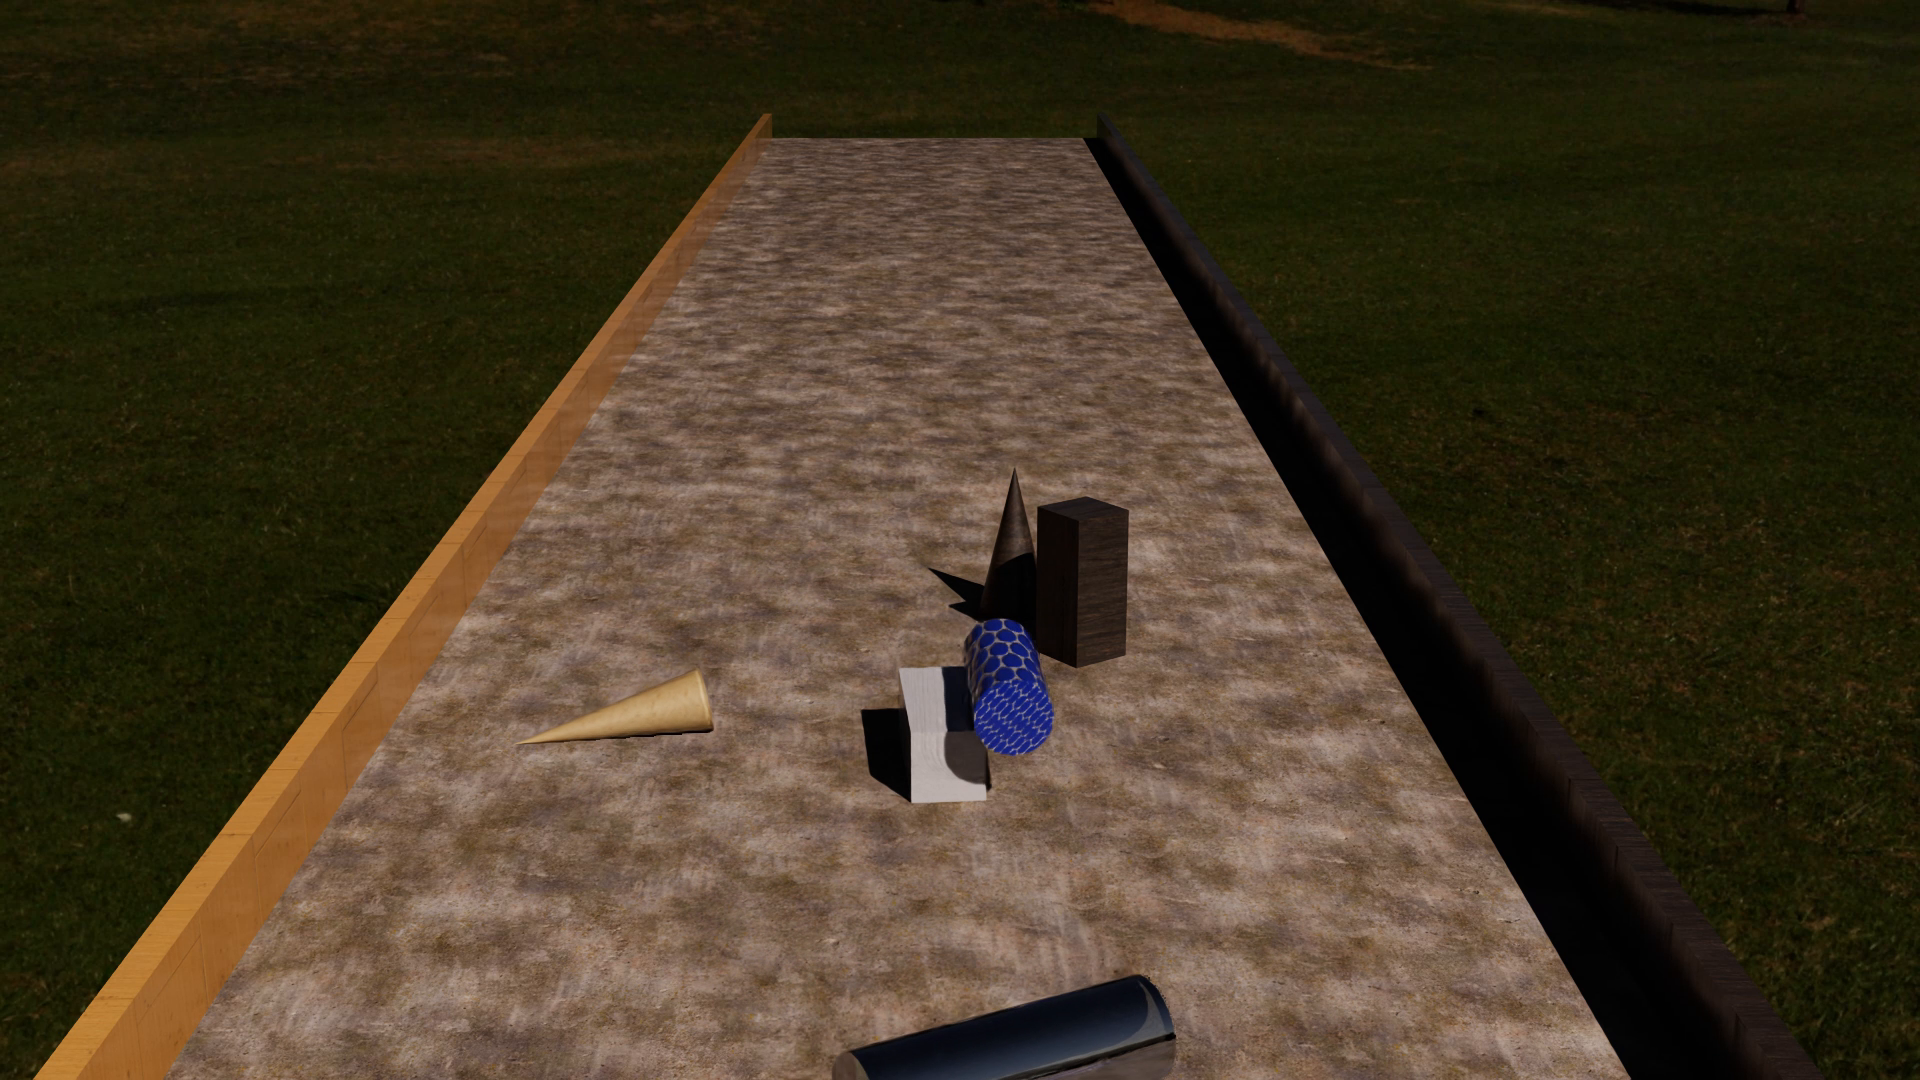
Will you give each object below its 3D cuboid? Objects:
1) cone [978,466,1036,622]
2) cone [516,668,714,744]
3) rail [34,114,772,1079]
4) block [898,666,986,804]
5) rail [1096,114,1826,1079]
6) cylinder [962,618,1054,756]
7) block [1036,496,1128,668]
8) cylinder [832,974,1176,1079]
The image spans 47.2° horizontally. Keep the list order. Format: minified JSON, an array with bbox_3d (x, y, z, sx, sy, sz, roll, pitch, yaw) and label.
[{"bbox_3d":[0.115,-0.003,4.673,0.151,0.321,0.151,0,17,0],"label":"cone"},{"bbox_3d":[-0.639,0.331,4.011,0.360,0.117,0.117,-13,19,-10],"label":"cone"},{"bbox_3d":[-1.118,-0.838,7.780,0.050,0.150,12.000,0,17,-1],"label":"rail"},{"bbox_3d":[-0.033,0.338,3.866,0.128,0.128,0.319,-2,17,-5],"label":"block"},{"bbox_3d":[0.932,-0.844,7.801,0.050,0.150,12.000,0,17,-1],"label":"rail"},{"bbox_3d":[0.078,0.247,3.771,0.131,0.131,0.348,-1,15,-3],"label":"cylinder"},{"bbox_3d":[0.244,0.083,4.412,0.129,0.305,0.129,-12,20,-35],"label":"block"},{"bbox_3d":[0.058,0.661,2.765,0.418,0.137,0.137,-9,19,-27],"label":"cylinder"}]
